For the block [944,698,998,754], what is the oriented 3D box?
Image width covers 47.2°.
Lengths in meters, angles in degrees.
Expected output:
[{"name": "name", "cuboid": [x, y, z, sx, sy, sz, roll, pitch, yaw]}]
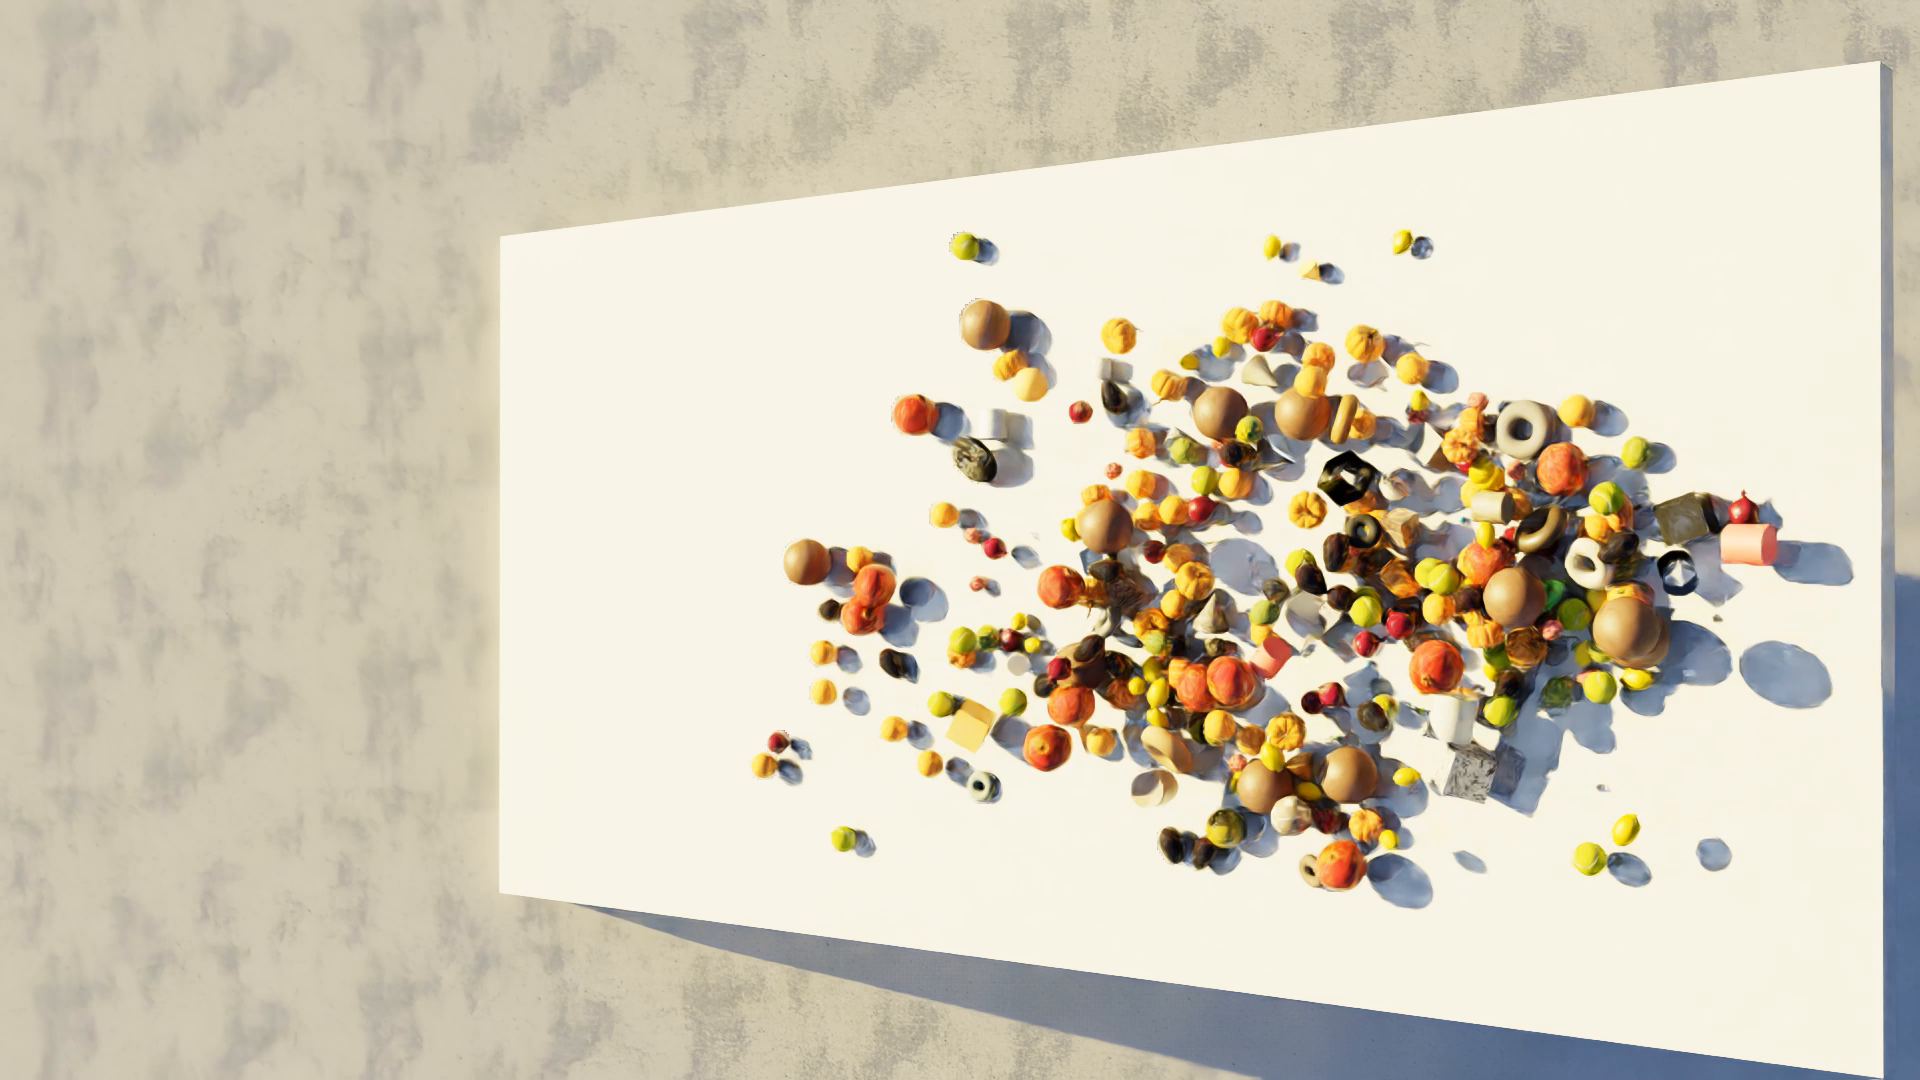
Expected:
[{"name": "block", "cuboid": [0.029, 0.467, 5.536, 0.087, 0.087, 0.087, 29, 112, 7]}]

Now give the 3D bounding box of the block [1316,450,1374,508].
[{"name": "block", "cuboid": [0.861, -0.137, 4.910, 0.078, 0.078, 0.078, 41, 54, -17]}]

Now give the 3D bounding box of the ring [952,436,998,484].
[{"name": "ring", "cuboid": [0.037, -0.203, 5.572, 0.139, 0.139, 0.046, 46, 62, 0]}]

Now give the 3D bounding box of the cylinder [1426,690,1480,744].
[{"name": "cylinder", "cuboid": [1.059, 0.381, 4.728, 0.097, 0.097, 0.097, 9, 96, 0]}]

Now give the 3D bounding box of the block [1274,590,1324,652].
[{"name": "block", "cuboid": [0.781, 0.185, 5.014, 0.083, 0.083, 0.083, 39, 46, 24]}]

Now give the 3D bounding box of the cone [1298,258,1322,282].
[{"name": "cone", "cuboid": [0.813, -0.609, 5.044, 0.054, 0.054, 0.054, 41, 90, -24]}]

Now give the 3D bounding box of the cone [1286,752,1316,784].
[{"name": "cone", "cuboid": [0.792, 0.536, 5.057, 0.069, 0.069, 0.069, -20, 110, 0]}]

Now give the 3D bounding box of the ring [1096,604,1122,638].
[{"name": "ring", "cuboid": [0.362, 0.198, 5.353, 0.031, 0.094, 0.094, 34, 90, 8]}]

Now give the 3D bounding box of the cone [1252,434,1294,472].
[{"name": "cone", "cuboid": [0.733, -0.190, 5.099, 0.095, 0.095, 0.095, 14, 90, 9]}]

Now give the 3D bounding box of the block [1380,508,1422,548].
[{"name": "block", "cuboid": [0.971, -0.028, 4.838, 0.058, 0.058, 0.058, -35, 121, -25]}]

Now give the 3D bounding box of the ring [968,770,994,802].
[{"name": "ring", "cuboid": [0.054, 0.628, 5.605, 0.080, 0.027, 0.080, 0, 90, 37]}]

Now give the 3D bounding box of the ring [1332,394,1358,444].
[{"name": "ring", "cuboid": [0.850, -0.267, 4.858, 0.039, 0.117, 0.117, 17, 90, 9]}]

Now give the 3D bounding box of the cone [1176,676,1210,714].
[{"name": "cone", "cuboid": [0.535, 0.373, 5.209, 0.095, 0.095, 0.095, 0, 89, 37]}]

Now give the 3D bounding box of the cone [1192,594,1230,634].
[{"name": "cone", "cuboid": [0.593, 0.163, 5.154, 0.087, 0.087, 0.087, 4, 115, 0]}]

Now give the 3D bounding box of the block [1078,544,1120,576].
[{"name": "block", "cuboid": [0.341, 0.050, 5.374, 0.064, 0.064, 0.064, -22, 77, 34]}]

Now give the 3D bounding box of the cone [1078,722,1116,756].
[{"name": "cone", "cuboid": [0.342, 0.474, 5.385, 0.087, 0.087, 0.087, -16, 90, 9]}]

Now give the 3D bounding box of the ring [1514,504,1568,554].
[{"name": "ring", "cuboid": [1.228, -0.022, 4.647, 0.129, 0.129, 0.043, -44, 108, 0]}]

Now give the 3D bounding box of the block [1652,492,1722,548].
[{"name": "block", "cuboid": [1.490, -0.041, 4.507, 0.090, 0.090, 0.090, -24, 76, 34]}]

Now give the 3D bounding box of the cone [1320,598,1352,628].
[{"name": "cone", "cuboid": [0.858, 0.174, 4.959, 0.068, 0.068, 0.068, 20, 90, -32]}]

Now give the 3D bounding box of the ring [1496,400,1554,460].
[{"name": "ring", "cuboid": [1.218, -0.237, 4.739, 0.133, 0.044, 0.133, 0, 90, 37]}]

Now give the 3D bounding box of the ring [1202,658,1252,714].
[{"name": "ring", "cuboid": [0.627, 0.343, 5.172, 0.134, 0.045, 0.134, -1, 88, 36]}]

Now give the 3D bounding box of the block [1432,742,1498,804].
[{"name": "block", "cuboid": [1.093, 0.500, 4.762, 0.096, 0.096, 0.096, 13, 105, -5]}]

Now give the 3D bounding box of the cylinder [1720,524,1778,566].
[{"name": "cylinder", "cuboid": [1.574, 0.009, 4.387, 0.082, 0.082, 0.082, 4, 89, 43]}]

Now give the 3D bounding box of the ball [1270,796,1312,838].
[{"name": "ball", "cuboid": [0.750, 0.626, 4.979, 0.092, 0.092, 0.092, 0, 90, 0]}]

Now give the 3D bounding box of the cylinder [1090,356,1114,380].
[{"name": "cylinder", "cuboid": [0.347, -0.421, 5.374, 0.053, 0.053, 0.053, 9, 100, 0]}]

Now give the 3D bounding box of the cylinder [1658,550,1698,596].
[{"name": "cylinder", "cuboid": [1.473, 0.068, 4.512, 0.070, 0.070, 0.070, 3, 124, 5]}]

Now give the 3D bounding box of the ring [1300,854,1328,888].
[{"name": "ring", "cuboid": [0.807, 0.758, 5.027, 0.027, 0.081, 0.081, -21, 90, -28]}]

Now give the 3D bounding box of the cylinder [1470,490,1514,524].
[{"name": "cylinder", "cuboid": [1.129, -0.069, 4.662, 0.069, 0.069, 0.069, 4, 89, 39]}]

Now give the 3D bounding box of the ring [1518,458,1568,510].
[{"name": "ring", "cuboid": [1.250, -0.120, 4.719, 0.113, 0.038, 0.113, 0, 90, 35]}]

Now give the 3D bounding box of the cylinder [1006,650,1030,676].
[{"name": "cylinder", "cuboid": [0.146, 0.307, 5.497, 0.055, 0.055, 0.055, 1, 102, 4]}]

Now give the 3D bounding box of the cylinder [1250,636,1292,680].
[{"name": "cylinder", "cuboid": [0.698, 0.265, 4.947, 0.069, 0.069, 0.069, 30, 133, 0]}]

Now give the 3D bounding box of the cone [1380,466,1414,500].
[{"name": "cone", "cuboid": [0.950, -0.134, 4.825, 0.077, 0.077, 0.077, -7, 73, 23]}]

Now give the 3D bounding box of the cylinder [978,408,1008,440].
[{"name": "cylinder", "cuboid": [0.082, -0.292, 5.555, 0.074, 0.074, 0.074, 1, 86, 0]}]

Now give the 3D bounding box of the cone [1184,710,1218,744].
[{"name": "cone", "cuboid": [0.555, 0.448, 5.230, 0.081, 0.081, 0.081, 5, 79, -26]}]

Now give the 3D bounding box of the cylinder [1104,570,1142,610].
[{"name": "cylinder", "cuboid": [0.395, 0.119, 5.328, 0.070, 0.070, 0.070, -29, 67, 0]}]

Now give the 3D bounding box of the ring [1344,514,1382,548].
[{"name": "ring", "cuboid": [0.889, -0.019, 4.849, 0.080, 0.027, 0.080, -3, 79, 13]}]

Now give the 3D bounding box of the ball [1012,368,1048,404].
[{"name": "ball", "cuboid": [0.171, -0.375, 5.339, 0.086, 0.086, 0.086, 0, 90, 0]}]

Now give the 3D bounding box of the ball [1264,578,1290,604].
[{"name": "ball", "cuboid": [0.728, 0.116, 5.065, 0.060, 0.060, 0.060, 0, 90, 0]}]

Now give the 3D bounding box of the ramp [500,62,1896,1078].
[{"name": "ramp", "cuboid": [0.235, 0.066, 5.554, 4.000, 0.100, 2.000, 0, 89, 37]}]

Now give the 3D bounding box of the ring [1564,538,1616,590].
[{"name": "ring", "cuboid": [1.316, 0.050, 4.595, 0.039, 0.117, 0.117, -28, 90, -33]}]

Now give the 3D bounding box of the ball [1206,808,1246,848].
[{"name": "ball", "cuboid": [0.621, 0.674, 5.143, 0.094, 0.094, 0.094, 0, 90, 0]}]

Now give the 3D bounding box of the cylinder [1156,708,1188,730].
[{"name": "cylinder", "cuboid": [0.504, 0.427, 5.243, 0.053, 0.053, 0.053, 3, 89, -34]}]

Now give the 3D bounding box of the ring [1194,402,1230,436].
[{"name": "ring", "cuboid": [0.596, -0.285, 5.187, 0.087, 0.029, 0.087, 0, 82, -2]}]

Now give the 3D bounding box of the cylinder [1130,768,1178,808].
[{"name": "cylinder", "cuboid": [0.453, 0.579, 5.124, 0.085, 0.085, 0.085, 1, 91, 29]}]

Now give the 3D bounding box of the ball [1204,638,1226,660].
[{"name": "ball", "cuboid": [0.603, 0.255, 5.185, 0.052, 0.052, 0.052, 0, 90, 0]}]

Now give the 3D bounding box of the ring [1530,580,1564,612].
[{"name": "ring", "cuboid": [1.246, 0.119, 4.674, 0.028, 0.083, 0.083, 41, 90, -16]}]

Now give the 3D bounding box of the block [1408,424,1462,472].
[{"name": "block", "cuboid": [1.046, -0.204, 4.840, 0.068, 0.068, 0.068, 15, 118, -38]}]

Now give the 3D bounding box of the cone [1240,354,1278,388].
[{"name": "cone", "cuboid": [0.706, -0.373, 5.074, 0.082, 0.082, 0.082, -49, 56, 0]}]
